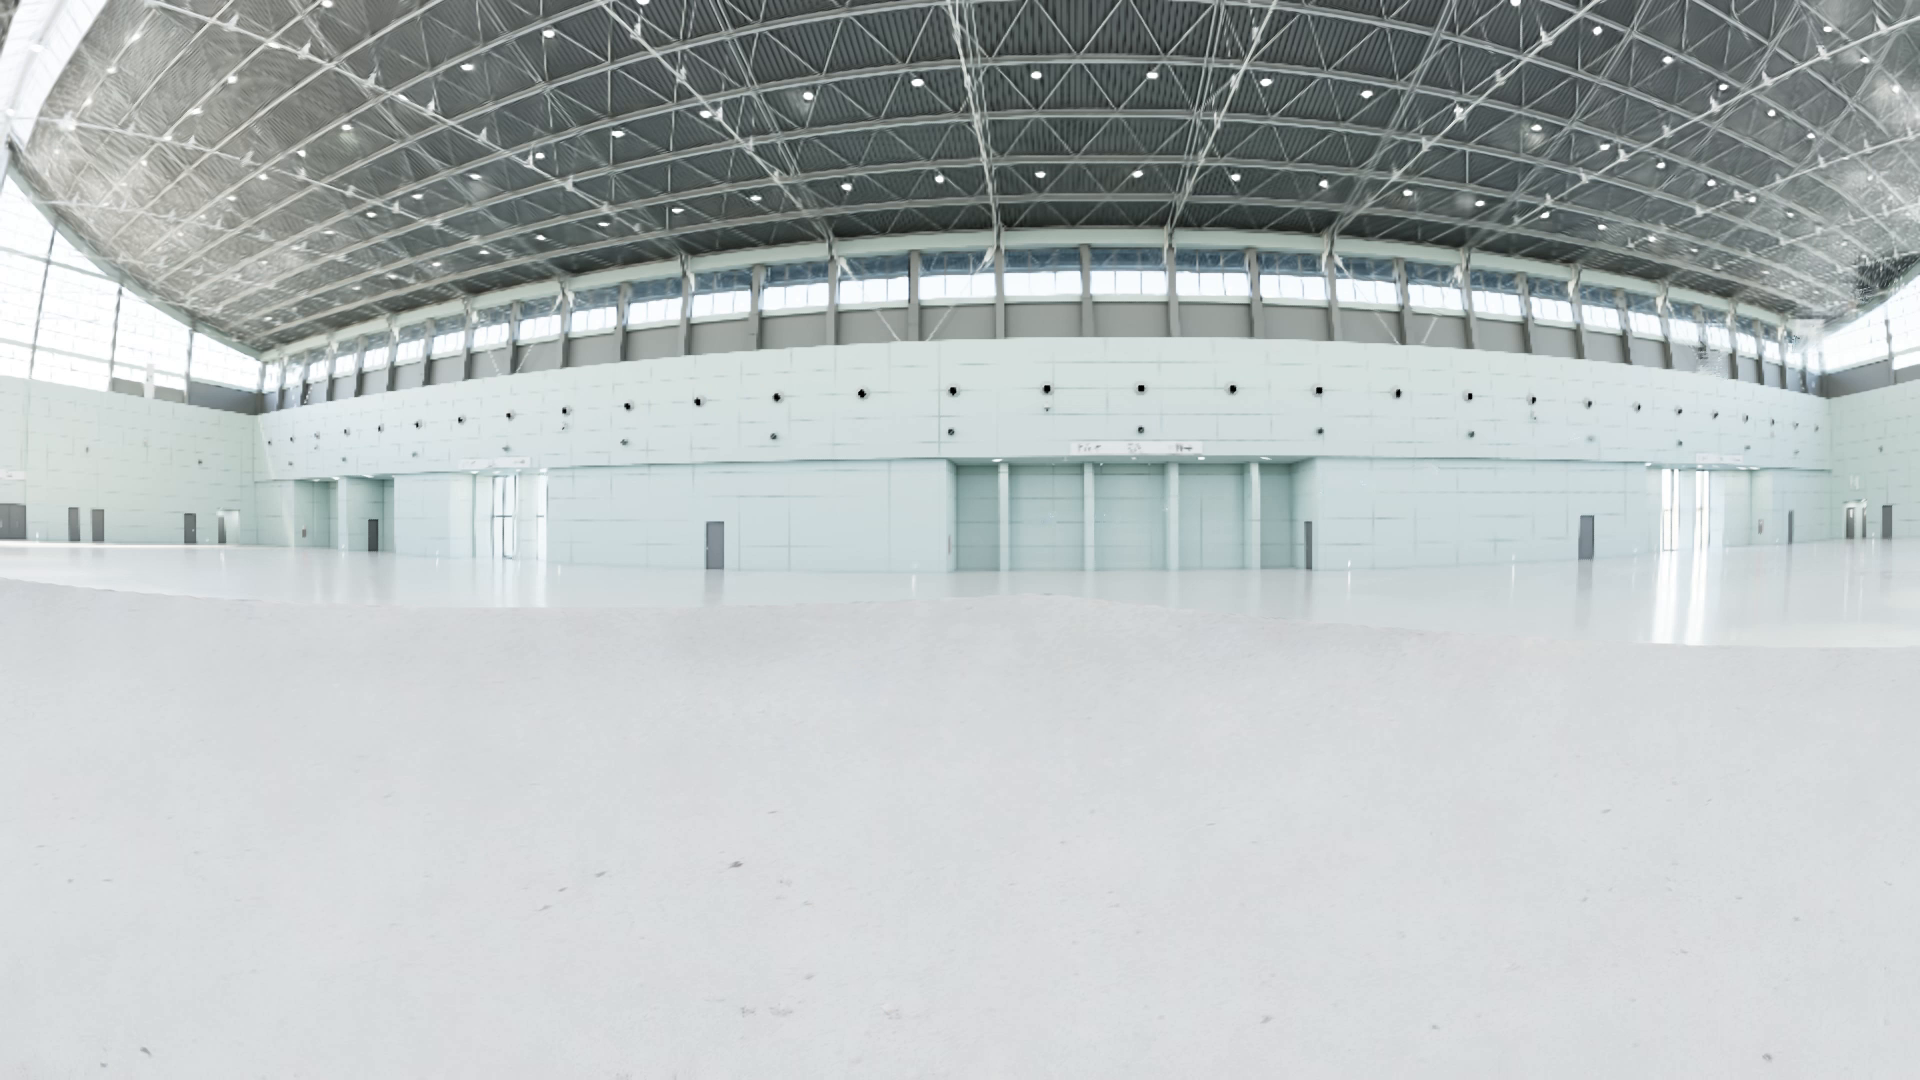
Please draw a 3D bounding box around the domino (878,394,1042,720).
[{"bbox_3d":[0.000,0.002,0.201,0.025,0.050,0.010,0,4,0],"label":"domino"}]

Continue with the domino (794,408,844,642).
[{"bbox_3d":[-0.024,-0.004,0.285,0.010,0.050,0.025,4,6,40],"label":"domino"}]

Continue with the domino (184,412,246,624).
[{"bbox_3d":[-0.182,-0.006,0.314,0.009,0.050,0.025,-2,5,-26],"label":"domino"}]

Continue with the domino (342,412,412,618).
[{"bbox_3d":[-0.147,-0.007,0.325,0.009,0.050,0.025,-1,4,-8],"label":"domino"}]

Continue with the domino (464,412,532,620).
[{"bbox_3d":[-0.110,-0.006,0.320,0.009,0.050,0.025,2,5,21],"label":"domino"}]

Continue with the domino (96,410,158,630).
[{"bbox_3d":[-0.198,-0.005,0.304,0.010,0.050,0.025,-3,5,-35],"label":"domino"}]

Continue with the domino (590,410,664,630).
[{"bbox_3d":[-0.076,-0.005,0.306,0.009,0.050,0.025,2,5,24],"label":"domino"}]

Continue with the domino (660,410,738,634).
[{"bbox_3d":[-0.059,-0.005,0.299,0.009,0.050,0.025,1,5,18],"label":"domino"}]

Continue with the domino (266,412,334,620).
[{"bbox_3d":[-0.165,-0.007,0.321,0.009,0.050,0.025,-1,5,-18],"label":"domino"}]

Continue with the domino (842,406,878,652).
[{"bbox_3d":[-0.012,-0.003,0.272,0.025,0.050,0.009,-3,5,-37],"label":"domino"}]

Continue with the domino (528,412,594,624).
[{"bbox_3d":[-0.093,-0.006,0.313,0.009,0.050,0.025,2,5,20],"label":"domino"}]

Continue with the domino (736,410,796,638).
[{"bbox_3d":[-0.041,-0.004,0.294,0.009,0.050,0.025,1,5,18],"label":"domino"}]

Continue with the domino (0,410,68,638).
[{"bbox_3d":[-0.213,-0.004,0.293,0.009,0.050,0.025,-4,6,-41],"label":"domino"}]

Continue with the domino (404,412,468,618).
[{"bbox_3d":[-0.128,-0.007,0.325,0.009,0.050,0.025,1,4,10],"label":"domino"}]

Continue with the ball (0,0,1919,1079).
[{"bbox_3d":[0.000,-0.002,0.056,0.080,0.080,0.080,0,4,0],"label":"ball"}]
